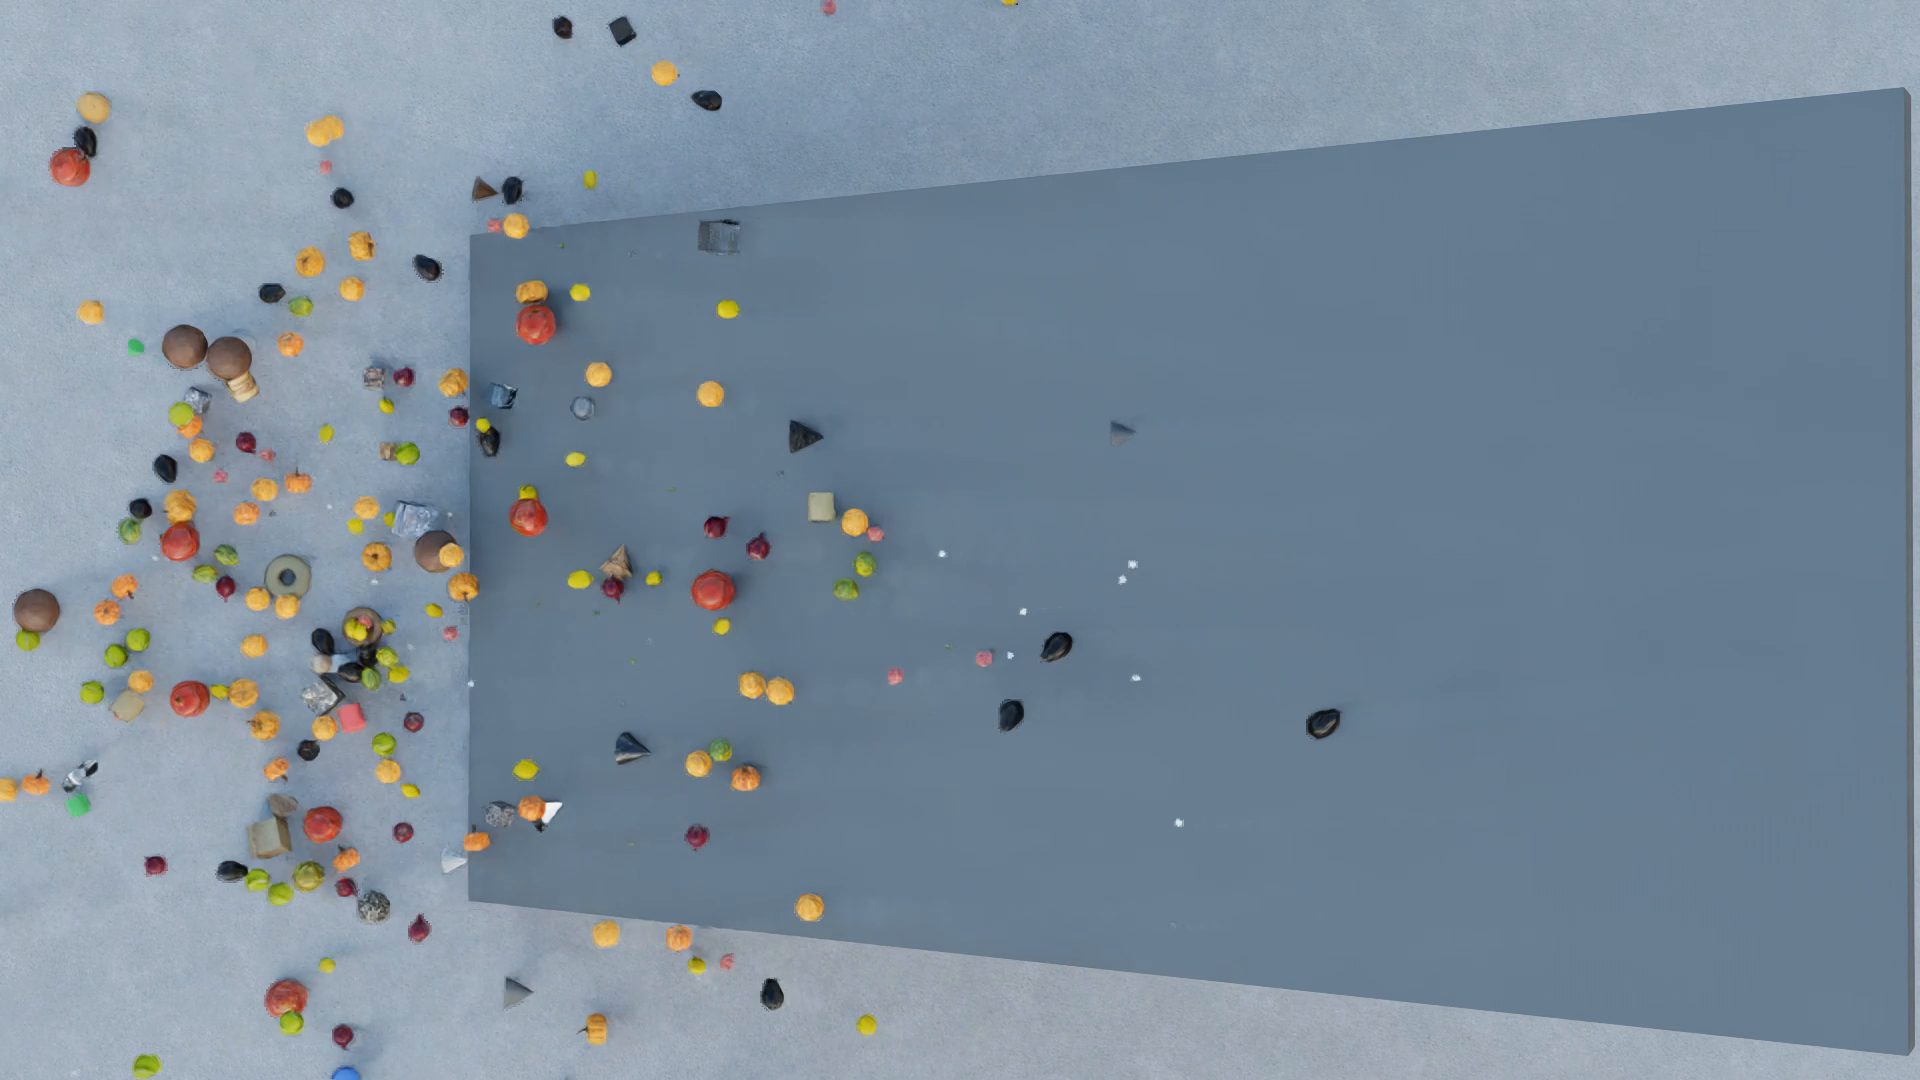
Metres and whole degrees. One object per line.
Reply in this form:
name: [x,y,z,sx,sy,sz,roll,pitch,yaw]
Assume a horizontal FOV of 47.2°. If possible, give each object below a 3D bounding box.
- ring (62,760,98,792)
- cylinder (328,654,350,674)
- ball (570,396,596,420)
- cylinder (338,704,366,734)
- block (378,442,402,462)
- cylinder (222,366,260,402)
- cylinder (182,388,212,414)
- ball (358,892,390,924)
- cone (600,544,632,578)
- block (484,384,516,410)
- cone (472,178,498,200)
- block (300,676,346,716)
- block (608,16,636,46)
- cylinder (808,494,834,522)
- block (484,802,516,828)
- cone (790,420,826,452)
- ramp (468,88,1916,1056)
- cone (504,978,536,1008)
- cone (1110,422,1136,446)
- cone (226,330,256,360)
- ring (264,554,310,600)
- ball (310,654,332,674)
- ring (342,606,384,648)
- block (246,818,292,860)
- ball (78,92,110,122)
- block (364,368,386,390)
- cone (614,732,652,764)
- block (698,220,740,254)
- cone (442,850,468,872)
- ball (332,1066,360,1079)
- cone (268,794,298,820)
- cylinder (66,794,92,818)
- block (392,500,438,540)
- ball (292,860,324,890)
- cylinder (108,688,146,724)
ring: [-2.647,0.712,6.619,0.123,0.123,0.041,-43,91,0]
cylinder: [-1.883,0.373,6.650,0.053,0.053,0.053,3,96,27]
ball: [-1.087,-0.381,6.333,0.070,0.070,0.070,0,89,0]
cylinder: [-1.833,0.538,6.630,0.069,0.069,0.069,-23,77,0]
block: [-1.727,-0.268,6.665,0.051,0.051,0.051,6,89,3]
cylinder: [-2.170,-0.470,6.640,0.079,0.079,0.079,-23,121,0]
cylinder: [-2.310,-0.424,6.663,0.061,0.061,0.061,22,90,0]
ball: [-1.769,1.108,6.632,0.095,0.095,0.095,0,89,0]
cone: [-0.971,0.050,6.277,0.089,0.089,0.089,12,65,0]
block: [-1.360,-0.425,6.504,0.061,0.061,0.061,20,100,30]
cone: [-1.436,-1.061,6.683,0.072,0.072,0.072,9,89,-27]
block: [-1.925,0.473,6.643,0.084,0.084,0.084,-43,90,0]
block: [-1.025,-1.545,6.674,0.060,0.060,0.060,-28,90,0]
cylinder: [-0.371,-0.087,5.892,0.072,0.072,0.072,-1,86,0]
block: [-1.359,0.811,6.494,0.058,0.058,0.058,17,98,30]
cone: [-0.409,-0.279,5.941,0.092,0.092,0.092,1,89,4]
ramp: [0.265,0.073,5.613,4.000,0.100,2.000,0,89,31]
cone: [-1.325,1.366,6.638,0.093,0.093,0.093,3,89,-10]
cone: [0.408,-0.265,5.456,0.063,0.063,0.063,-3,89,4]
cone: [-2.192,-0.595,6.649,0.092,0.092,0.092,0,89,0]
ring: [-2.037,0.114,6.666,0.140,0.047,0.140,0,90,-1]
ball: [-1.919,0.371,6.602,0.062,0.062,0.062,0,89,0]
ring: [-1.811,0.264,6.666,0.125,0.042,0.125,0,93,0]
block: [-2.080,0.900,6.624,0.092,0.092,0.092,-17,73,0]
ball: [-2.620,-1.309,6.656,0.091,0.091,0.091,0,89,0]
block: [-1.774,-0.490,6.658,0.058,0.058,0.058,6,89,-17]
cone: [-0.910,0.596,6.211,0.092,0.092,0.092,6,89,24]
block: [-0.665,-0.836,6.076,0.082,0.082,0.082,3,91,31]
cone: [-1.507,0.962,6.597,0.072,0.072,0.072,-3,89,5]
ball: [-1.853,1.630,6.635,0.079,0.079,0.079,0,89,0]
cone: [-2.060,0.830,6.662,0.087,0.087,0.087,23,116,0]
cylinder: [-2.666,0.805,6.651,0.057,0.057,0.057,-28,87,0]
block: [-1.639,-0.058,6.618,0.098,0.098,0.098,7,94,-33]
ball: [-1.964,1.011,6.633,0.094,0.094,0.094,0,89,0]
cylinder: [-2.505,0.500,6.617,0.079,0.079,0.079,35,72,0]
